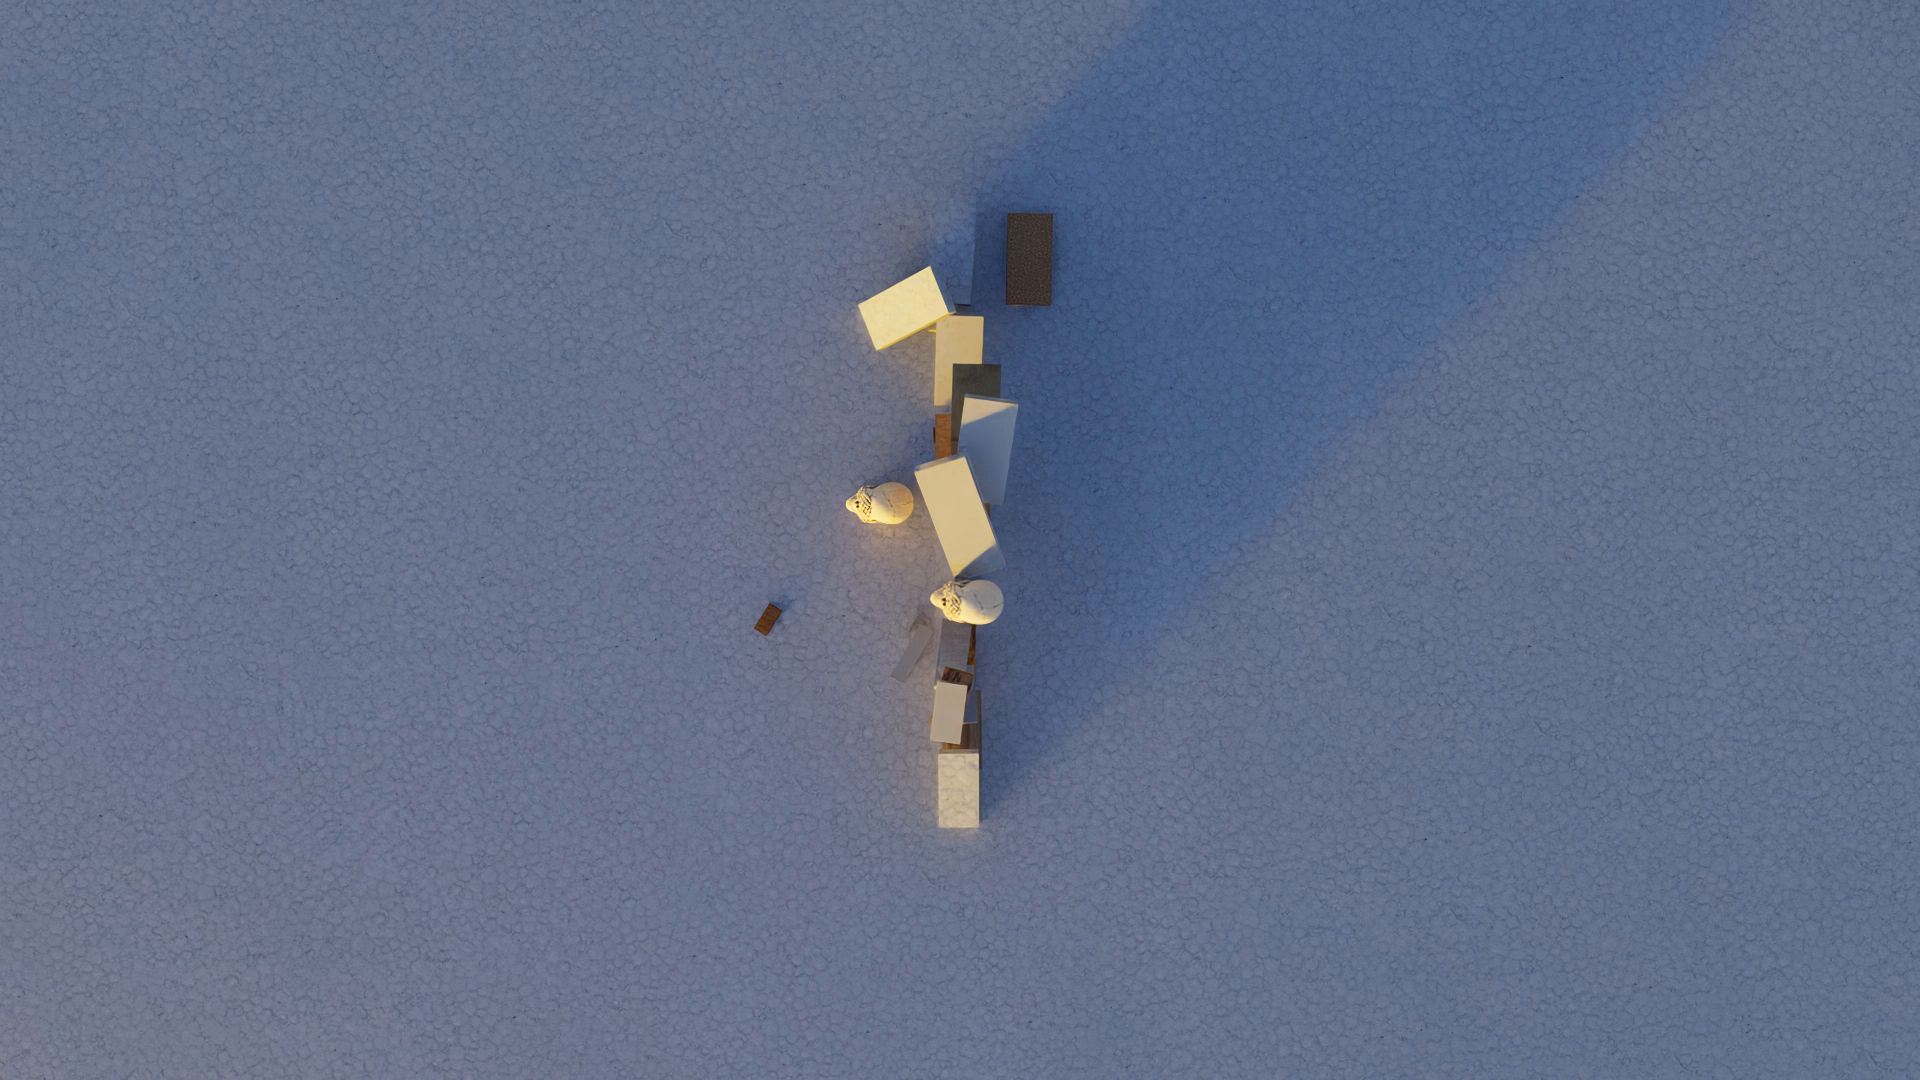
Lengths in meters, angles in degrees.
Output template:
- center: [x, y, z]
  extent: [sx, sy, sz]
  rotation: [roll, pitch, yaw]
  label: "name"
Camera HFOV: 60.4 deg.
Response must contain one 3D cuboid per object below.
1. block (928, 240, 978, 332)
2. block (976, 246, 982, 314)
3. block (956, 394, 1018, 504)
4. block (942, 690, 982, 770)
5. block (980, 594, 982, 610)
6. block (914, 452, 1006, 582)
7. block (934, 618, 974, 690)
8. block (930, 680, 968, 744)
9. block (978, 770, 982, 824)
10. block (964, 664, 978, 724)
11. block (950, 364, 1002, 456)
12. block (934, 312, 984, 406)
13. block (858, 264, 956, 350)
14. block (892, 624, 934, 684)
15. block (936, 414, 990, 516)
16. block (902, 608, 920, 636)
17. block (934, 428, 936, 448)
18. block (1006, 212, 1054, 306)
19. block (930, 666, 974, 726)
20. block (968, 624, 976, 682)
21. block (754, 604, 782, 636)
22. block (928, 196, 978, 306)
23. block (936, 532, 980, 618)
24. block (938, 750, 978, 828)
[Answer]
- center: [-0.021, -0.838, 5.436]
  extent: [0.152, 0.043, 0.303]
  rotation: [2, 90, 0]
  label: "block"
- center: [-0.004, -0.821, 5.479]
  extent: [0.152, 0.043, 0.303]
  rotation: [-1, 90, 0]
  label: "block"
- center: [0.074, -0.275, 5.032]
  extent: [0.162, 0.046, 0.323]
  rotation: [7, 110, -2]
  label: "block"
- center: [0.006, 0.628, 5.455]
  extent: [0.131, 0.037, 0.261]
  rotation: [-1, 78, 0]
  label: "block"
- center: [-0.002, 0.195, 5.359]
  extent: [0.140, 0.280, 0.040]
  rotation: [0, 92, 0]
  label: "block"
- center: [0.001, -0.069, 5.066]
  extent: [0.162, 0.046, 0.392]
  rotation: [-16, 115, 9]
  label: "block"
- center: [-0.019, 0.360, 5.417]
  extent: [0.098, 0.028, 0.279]
  rotation: [6, 64, 4]
  label: "block"
- center: [-0.035, 0.554, 5.314]
  extent: [0.098, 0.028, 0.196]
  rotation: [8, 100, 4]
  label: "block"
- center: [0.008, 0.812, 5.482]
  extent: [0.131, 0.037, 0.261]
  rotation: [-1, 90, 0]
  label: "block"
- center: [0.005, 0.506, 5.398]
  extent: [0.094, 0.027, 0.188]
  rotation: [-4, 77, -1]
  label: "block"
- center: [0.049, -0.392, 5.091]
  extent: [0.149, 0.042, 0.299]
  rotation: [1, 90, 0]
  label: "block"
- center: [-0.004, -0.594, 5.426]
  extent: [0.152, 0.043, 0.303]
  rotation: [2, 111, 0]
  label: "block"
- center: [-0.174, -0.757, 5.385]
  extent: [0.323, 0.046, 0.162]
  rotation: [-22, 90, 37]
  label: "block"
- center: [-0.159, 0.378, 5.493]
  extent: [0.049, 0.014, 0.203]
  rotation: [30, 90, 0]
  label: "block"
- center: [0.009, -0.220, 5.135]
  extent: [0.170, 0.048, 0.340]
  rotation: [0, 90, 0]
  label: "block"
- center: [-0.161, 0.273, 5.475]
  extent: [0.014, 0.049, 0.098]
  rotation: [30, 90, 0]
  label: "block"
- center: [0.001, -0.330, 5.330]
  extent: [0.170, 0.340, 0.048]
  rotation: [-1, 90, 0]
  label: "block"
- center: [0.230, -0.932, 5.479]
  extent: [0.149, 0.042, 0.299]
  rotation: [1, 90, 0]
  label: "block"
- center: [-0.026, 0.516, 5.335]
  extent: [0.098, 0.028, 0.196]
  rotation: [16, 100, 2]
  label: "block"
- center: [0.005, 0.374, 5.461]
  extent: [0.094, 0.027, 0.188]
  rotation: [0, 74, 0]
  label: "block"
- center: [-0.639, 0.265, 5.493]
  extent: [0.049, 0.014, 0.098]
  rotation: [32, 90, 0]
  label: "block"
- center: [-0.028, -0.943, 5.393]
  extent: [0.149, 0.042, 0.341]
  rotation: [4, 90, 0]
  label: "block"
- center: [-0.006, 0.107, 5.199]
  extent: [0.140, 0.040, 0.280]
  rotation: [1, 90, 0]
  label: "block"
- center: [-0.003, 0.814, 5.409]
  extent: [0.131, 0.037, 0.261]
  rotation: [0, 106, 0]
  label: "block"
